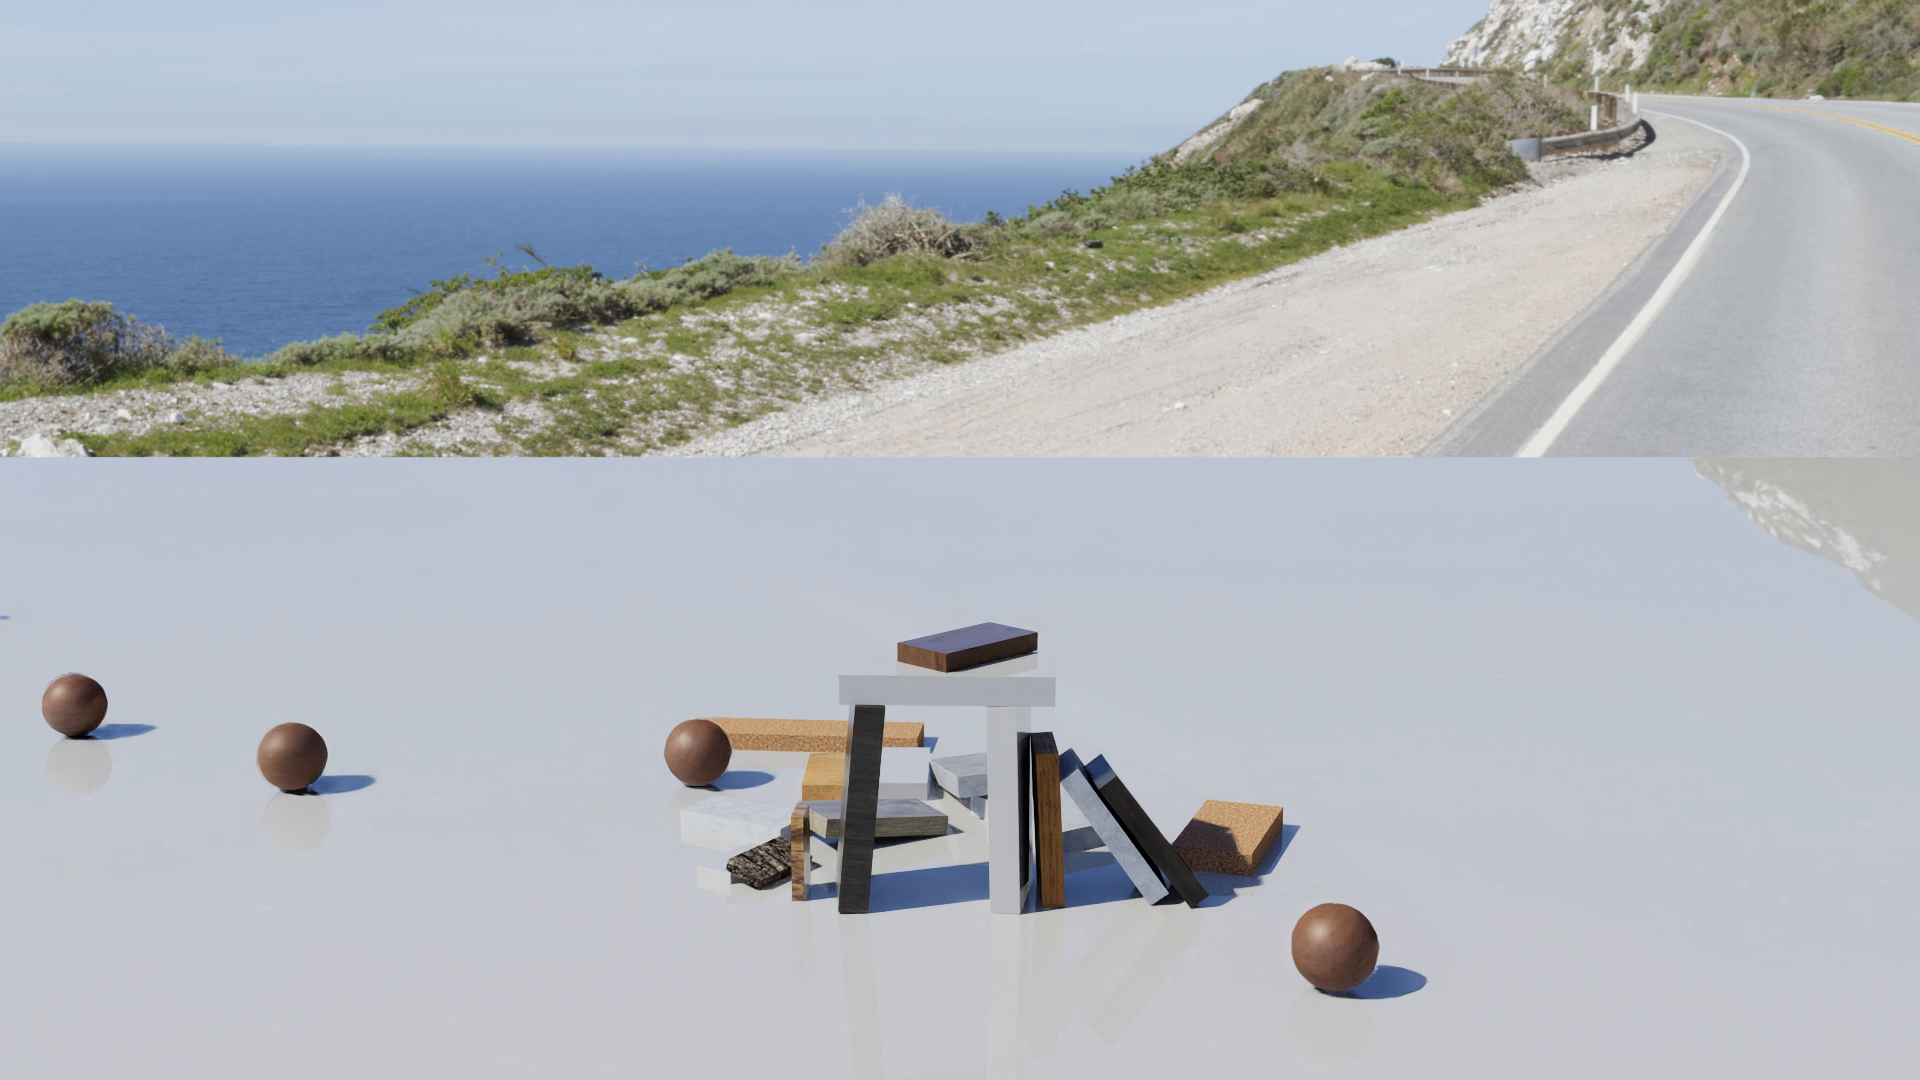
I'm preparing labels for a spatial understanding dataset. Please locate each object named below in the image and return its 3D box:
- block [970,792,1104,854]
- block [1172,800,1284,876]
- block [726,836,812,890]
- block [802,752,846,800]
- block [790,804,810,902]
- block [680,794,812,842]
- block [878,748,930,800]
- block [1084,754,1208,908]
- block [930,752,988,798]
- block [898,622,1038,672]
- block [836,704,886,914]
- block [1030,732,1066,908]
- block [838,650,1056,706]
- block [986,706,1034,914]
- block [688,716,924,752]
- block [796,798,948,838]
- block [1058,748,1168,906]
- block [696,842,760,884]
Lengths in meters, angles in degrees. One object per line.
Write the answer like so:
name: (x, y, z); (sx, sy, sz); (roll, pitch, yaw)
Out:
block: (0.158, 0.504, 4.020); (0.141, 0.040, 0.283); (-7, 13, -33)
block: (0.476, 0.526, 3.902); (0.141, 0.040, 0.283); (4, 11, 19)
block: (-0.325, 0.551, 3.757); (0.073, 0.021, 0.146); (28, 23, 26)
block: (-0.244, 0.460, 4.282); (0.111, 0.031, 0.221); (0, 11, 0)
block: (-0.265, 0.518, 3.655); (0.021, 0.146, 0.073); (1, 11, 4)
block: (-0.387, 0.510, 4.013); (0.221, 0.031, 0.111); (6, 12, 29)
block: (-0.123, 0.456, 4.296); (0.123, 0.035, 0.246); (0, 11, 0)
block: (0.307, 0.479, 3.631); (0.037, 0.261, 0.131); (-37, 13, 0)
block: (0.038, 0.445, 4.189); (0.141, 0.040, 0.283); (-6, 2, -11)
block: (0.014, 0.176, 3.640); (0.111, 0.031, 0.221); (10, 14, 43)
block: (-0.165, 0.421, 3.627); (0.049, 0.346, 0.173); (4, 10, -5)
block: (0.145, 0.462, 3.641); (0.037, 0.261, 0.131); (-3, 11, -2)
block: (-0.019, 0.225, 3.596); (0.346, 0.049, 0.173); (1, 10, 1)
block: (0.083, 0.422, 3.627); (0.049, 0.346, 0.173); (0, 10, 9)
block: (-0.317, 0.406, 4.565); (0.474, 0.035, 0.123); (1, 11, 5)
block: (-0.159, 0.501, 3.964); (0.246, 0.035, 0.123); (3, 8, -31)
block: (0.250, 0.474, 3.651); (0.037, 0.261, 0.131); (-35, 10, 4)
block: (-0.378, 0.557, 3.791); (0.073, 0.021, 0.146); (7, 12, 32)
